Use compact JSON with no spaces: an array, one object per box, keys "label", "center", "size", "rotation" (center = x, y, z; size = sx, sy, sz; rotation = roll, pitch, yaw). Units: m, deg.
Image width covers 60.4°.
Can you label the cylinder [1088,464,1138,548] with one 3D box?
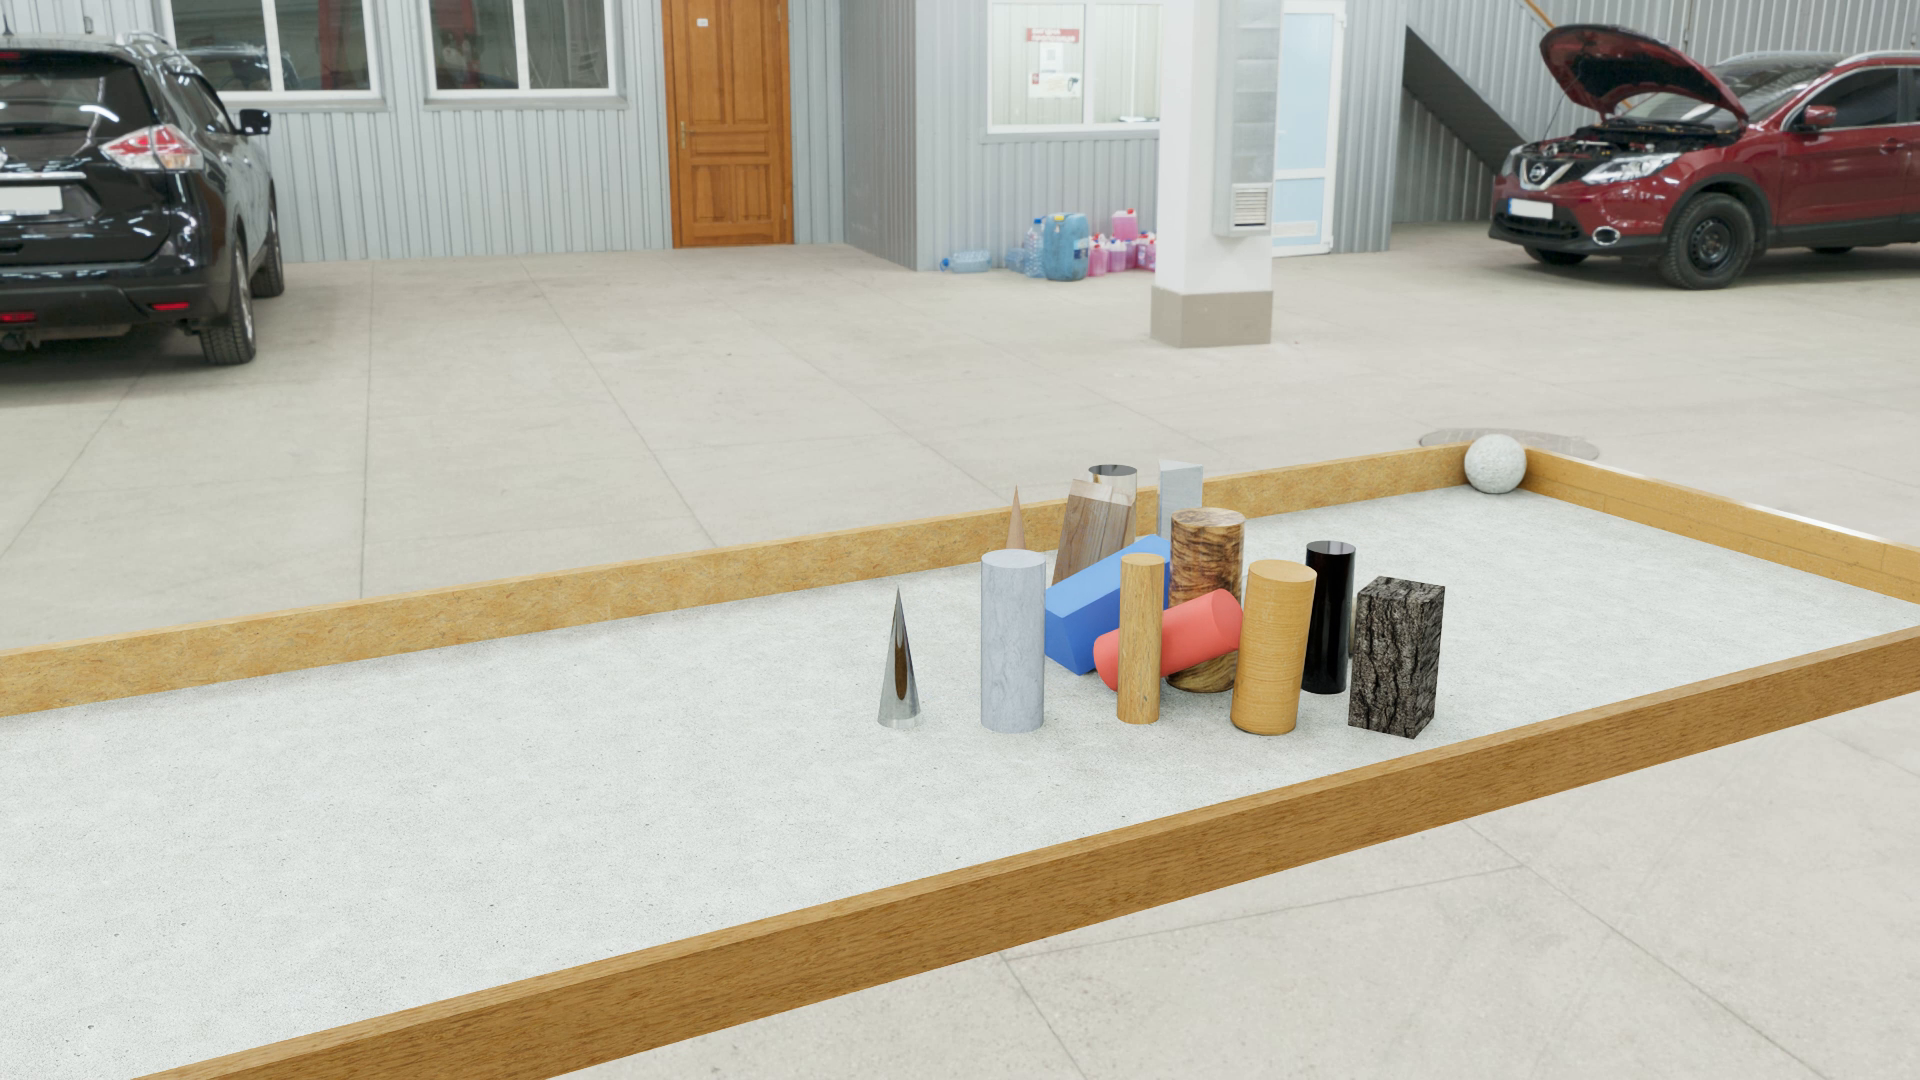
[{"label":"cylinder","center":[0.445,-0.035,4.854],"size":[0.143,0.350,0.143],"rotation":[0,16,0]}]

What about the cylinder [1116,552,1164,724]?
[{"label":"cylinder","center":[0.424,0.232,3.871],"size":[0.101,0.391,0.101],"rotation":[0,16,0]}]

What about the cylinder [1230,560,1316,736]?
[{"label":"cylinder","center":[0.724,0.248,3.823],"size":[0.154,0.377,0.154],"rotation":[3,19,-1]}]

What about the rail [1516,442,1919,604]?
[{"label":"rail","center":[2.466,-0.048,5.253],"size":[0.050,0.150,2.100],"rotation":[-9,18,-27]}]

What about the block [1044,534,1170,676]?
[{"label":"block","center":[0.407,0.164,4.282],"size":[0.397,0.173,0.173],"rotation":[-27,25,-19]}]

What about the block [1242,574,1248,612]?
[{"label":"block","center":[0.714,0.193,4.507],"size":[0.393,0.108,0.108],"rotation":[-14,21,-40]}]

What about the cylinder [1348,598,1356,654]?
[{"label":"cylinder","center":[1.012,0.224,4.329],"size":[0.367,0.149,0.149],"rotation":[2,16,6]}]

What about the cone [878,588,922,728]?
[{"label":"cone","center":[-0.142,0.264,3.858],"size":[0.107,0.338,0.107],"rotation":[0,16,0]}]

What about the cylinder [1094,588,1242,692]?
[{"label":"cylinder","center":[0.506,0.245,3.983],"size":[0.350,0.150,0.150],"rotation":[-25,0,35]}]

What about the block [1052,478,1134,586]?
[{"label":"block","center":[0.363,0.032,4.590],"size":[0.172,0.347,0.172],"rotation":[11,18,5]}]

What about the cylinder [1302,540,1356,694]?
[{"label":"cylinder","center":[0.903,0.191,4.066],"size":[0.119,0.361,0.119],"rotation":[0,16,0]}]

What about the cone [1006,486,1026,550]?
[{"label":"cone","center":[0.146,0.067,4.333],"size":[0.137,0.448,0.137],"rotation":[0,16,0]}]

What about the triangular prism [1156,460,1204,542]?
[{"label":"triangular prism","center":[0.583,-0.006,4.613],"size":[0.136,0.429,0.117],"rotation":[-8,18,-25]}]

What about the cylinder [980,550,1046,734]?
[{"label":"cylinder","center":[0.123,0.235,3.839],"size":[0.149,0.403,0.149],"rotation":[0,16,0]}]

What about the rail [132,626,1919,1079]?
[{"label":"rail","center":[-2.336,1.006,1.665],"size":[12.000,0.150,0.050],"rotation":[-9,18,-27]}]

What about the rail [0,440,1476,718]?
[{"label":"rail","center":[-3.305,0.497,3.399],"size":[12.000,0.150,0.050],"rotation":[-9,18,-27]}]

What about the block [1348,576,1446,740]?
[{"label":"block","center":[1.019,0.271,3.851],"size":[0.157,0.327,0.157],"rotation":[10,19,31]}]

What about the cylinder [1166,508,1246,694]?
[{"label":"cylinder","center":[0.607,0.148,4.092],"size":[0.180,0.428,0.180],"rotation":[0,16,0]}]

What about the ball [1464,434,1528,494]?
[{"label":"ball","center":[1.919,-0.274,5.909],"size":[0.214,0.214,0.214],"rotation":[0,16,0]}]
